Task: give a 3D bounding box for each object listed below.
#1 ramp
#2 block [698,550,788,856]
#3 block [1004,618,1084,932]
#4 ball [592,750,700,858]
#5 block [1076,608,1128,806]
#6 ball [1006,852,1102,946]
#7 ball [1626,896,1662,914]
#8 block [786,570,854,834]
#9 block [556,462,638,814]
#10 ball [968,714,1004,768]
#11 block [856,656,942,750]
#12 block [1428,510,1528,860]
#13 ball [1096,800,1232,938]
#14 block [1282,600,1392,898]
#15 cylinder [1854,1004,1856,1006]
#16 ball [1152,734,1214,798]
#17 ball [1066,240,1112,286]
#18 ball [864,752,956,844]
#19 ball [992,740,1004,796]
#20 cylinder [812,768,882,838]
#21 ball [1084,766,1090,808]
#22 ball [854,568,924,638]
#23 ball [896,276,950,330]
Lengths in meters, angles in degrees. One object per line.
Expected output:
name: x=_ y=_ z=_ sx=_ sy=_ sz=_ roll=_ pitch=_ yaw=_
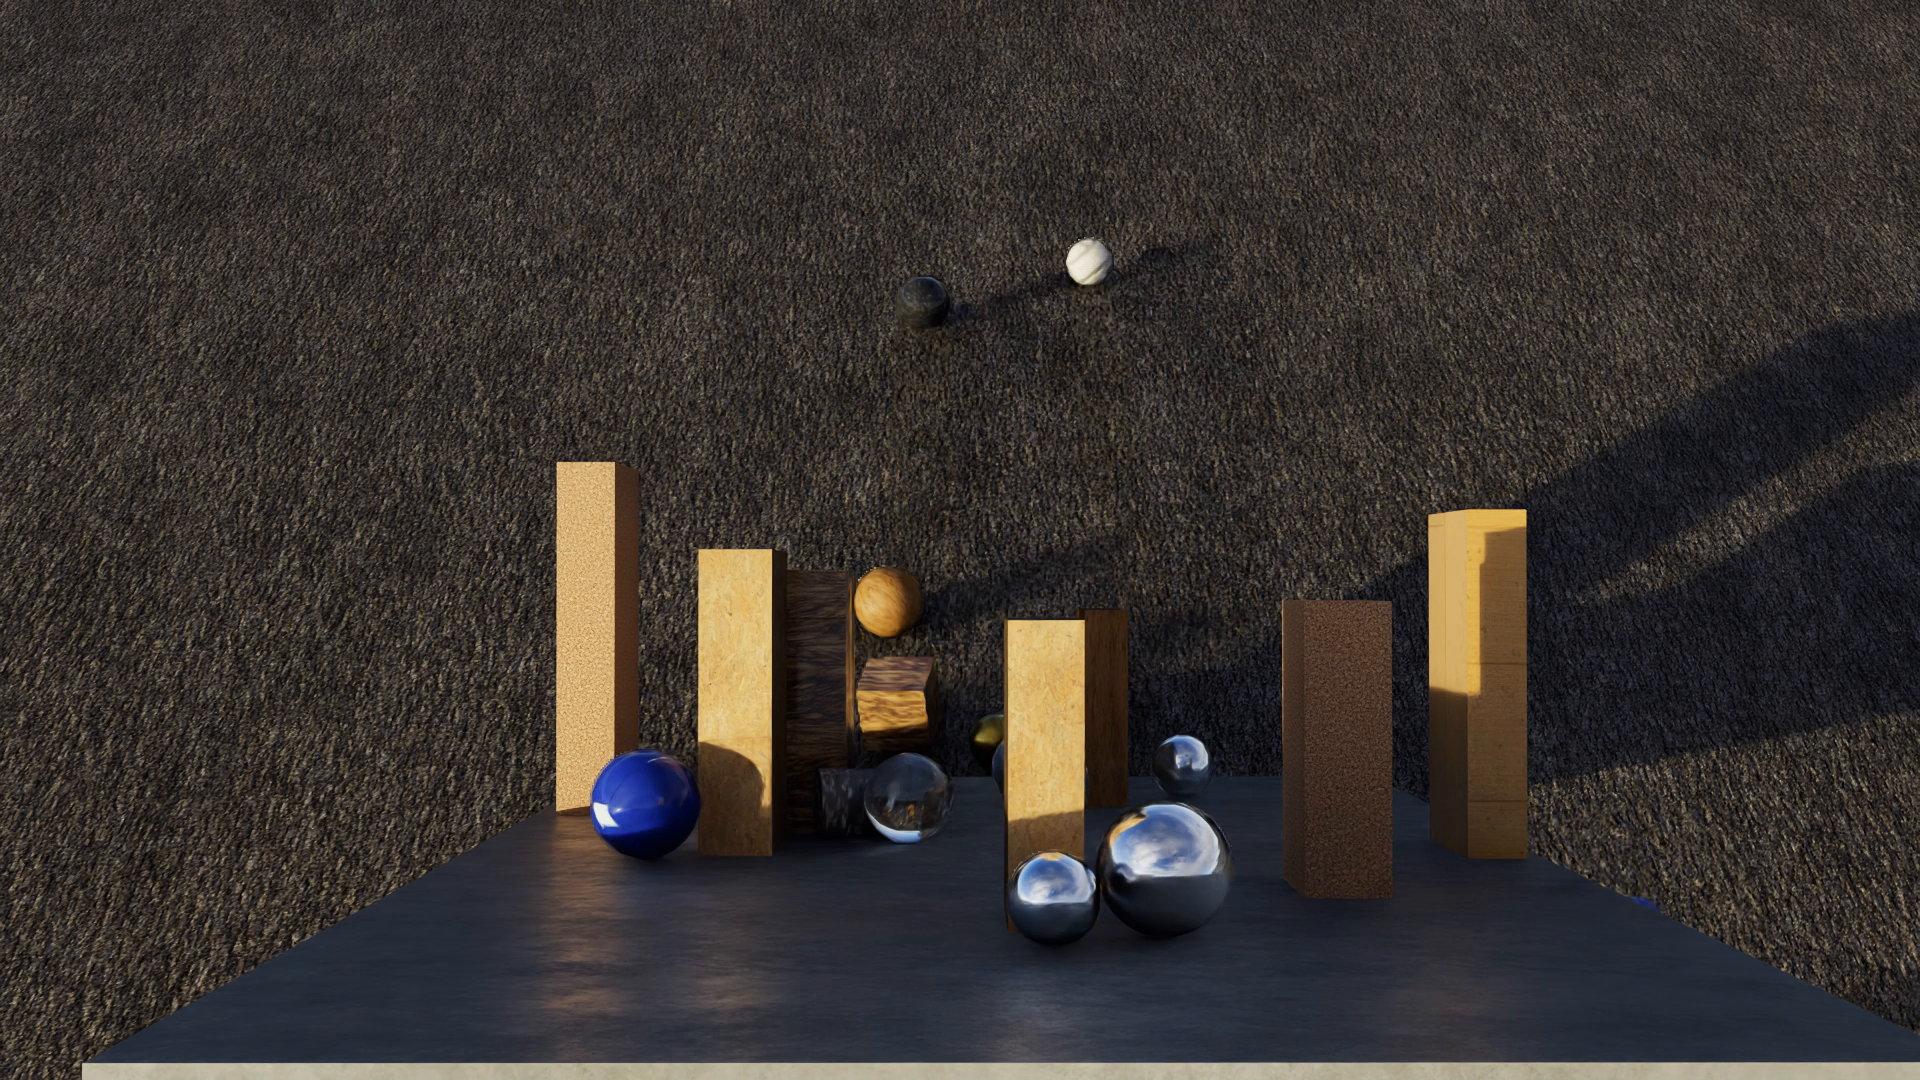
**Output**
ramp: x=0.072 y=0.634 z=4.737 sx=2.000 sy=0.100 sz=4.000 roll=0 pitch=-1 yaw=0
block: x=-0.417 y=0.305 z=5.025 sx=0.136 sy=0.567 sz=0.441 roll=0 pitch=-1 yaw=0
block: x=0.125 y=0.345 z=3.911 sx=0.111 sy=0.452 sz=0.314 roll=0 pitch=-1 yaw=0
ball: x=-0.577 y=0.485 z=4.762 sx=0.199 sy=0.199 sz=0.199 roll=0 pitch=33 yaw=0
block: x=0.330 y=0.382 z=6.046 sx=0.097 sy=0.443 sz=0.400 roll=0 pitch=-1 yaw=0
ball: x=0.131 y=0.500 z=3.617 sx=0.131 sy=0.131 sz=0.131 roll=0 pitch=33 yaw=0
ball: x=1.299 y=0.742 z=4.997 sx=0.113 sy=0.113 sz=0.113 roll=0 pitch=33 yaw=0
block: x=-0.290 y=0.329 z=5.435 sx=0.121 sy=0.531 sz=0.419 roll=0 pitch=-1 yaw=0
block: x=-0.816 y=0.218 z=5.863 sx=0.126 sy=0.768 sz=0.423 roll=0 pitch=-1 yaw=0
ball: x=0.097 y=0.533 z=6.885 sx=0.146 sy=0.146 sz=0.146 roll=0 pitch=33 yaw=0
block: x=-0.161 y=0.438 z=6.941 sx=0.182 sy=0.182 sz=0.182 roll=-2 pitch=26 yaw=11
block: x=0.983 y=0.267 z=4.939 sx=0.109 sy=0.639 sz=0.386 roll=0 pitch=-1 yaw=0
ball: x=0.292 y=0.470 z=3.711 sx=0.195 sy=0.195 sz=0.195 roll=0 pitch=33 yaw=0
block: x=0.623 y=0.339 z=4.301 sx=0.141 sy=0.476 sz=0.280 roll=0 pitch=-1 yaw=0
cylinder: x=1.991 y=1.140 z=5.901 sx=0.144 sy=0.144 sz=0.144 roll=10 pitch=18 yaw=-3
ball: x=0.524 y=0.531 z=6.097 sx=0.147 sy=0.147 sz=0.147 roll=0 pitch=33 yaw=0
ball: x=0.462 y=-0.991 z=9.260 sx=0.164 sy=0.164 sz=0.164 roll=0 pitch=33 yaw=0
ball: x=-0.098 y=0.500 z=5.015 sx=0.177 sy=0.177 sz=0.177 roll=0 pitch=33 yaw=0
ball: x=0.157 y=0.516 z=5.866 sx=0.172 sy=0.172 sz=0.172 roll=0 pitch=33 yaw=0
cylinder: x=-0.216 y=0.522 z=5.156 sx=0.137 sy=0.137 sz=0.137 roll=0 pitch=32 yaw=-12
ball: x=0.177 y=0.503 z=5.287 sx=0.178 sy=0.178 sz=0.178 roll=0 pitch=33 yaw=0
ball: x=-0.203 y=0.178 z=7.393 sx=0.200 sy=0.200 sz=0.200 roll=0 pitch=33 yaw=0
ball: x=-0.127 y=-0.821 z=8.975 sx=0.184 sy=0.184 sz=0.184 roll=0 pitch=33 yaw=0
